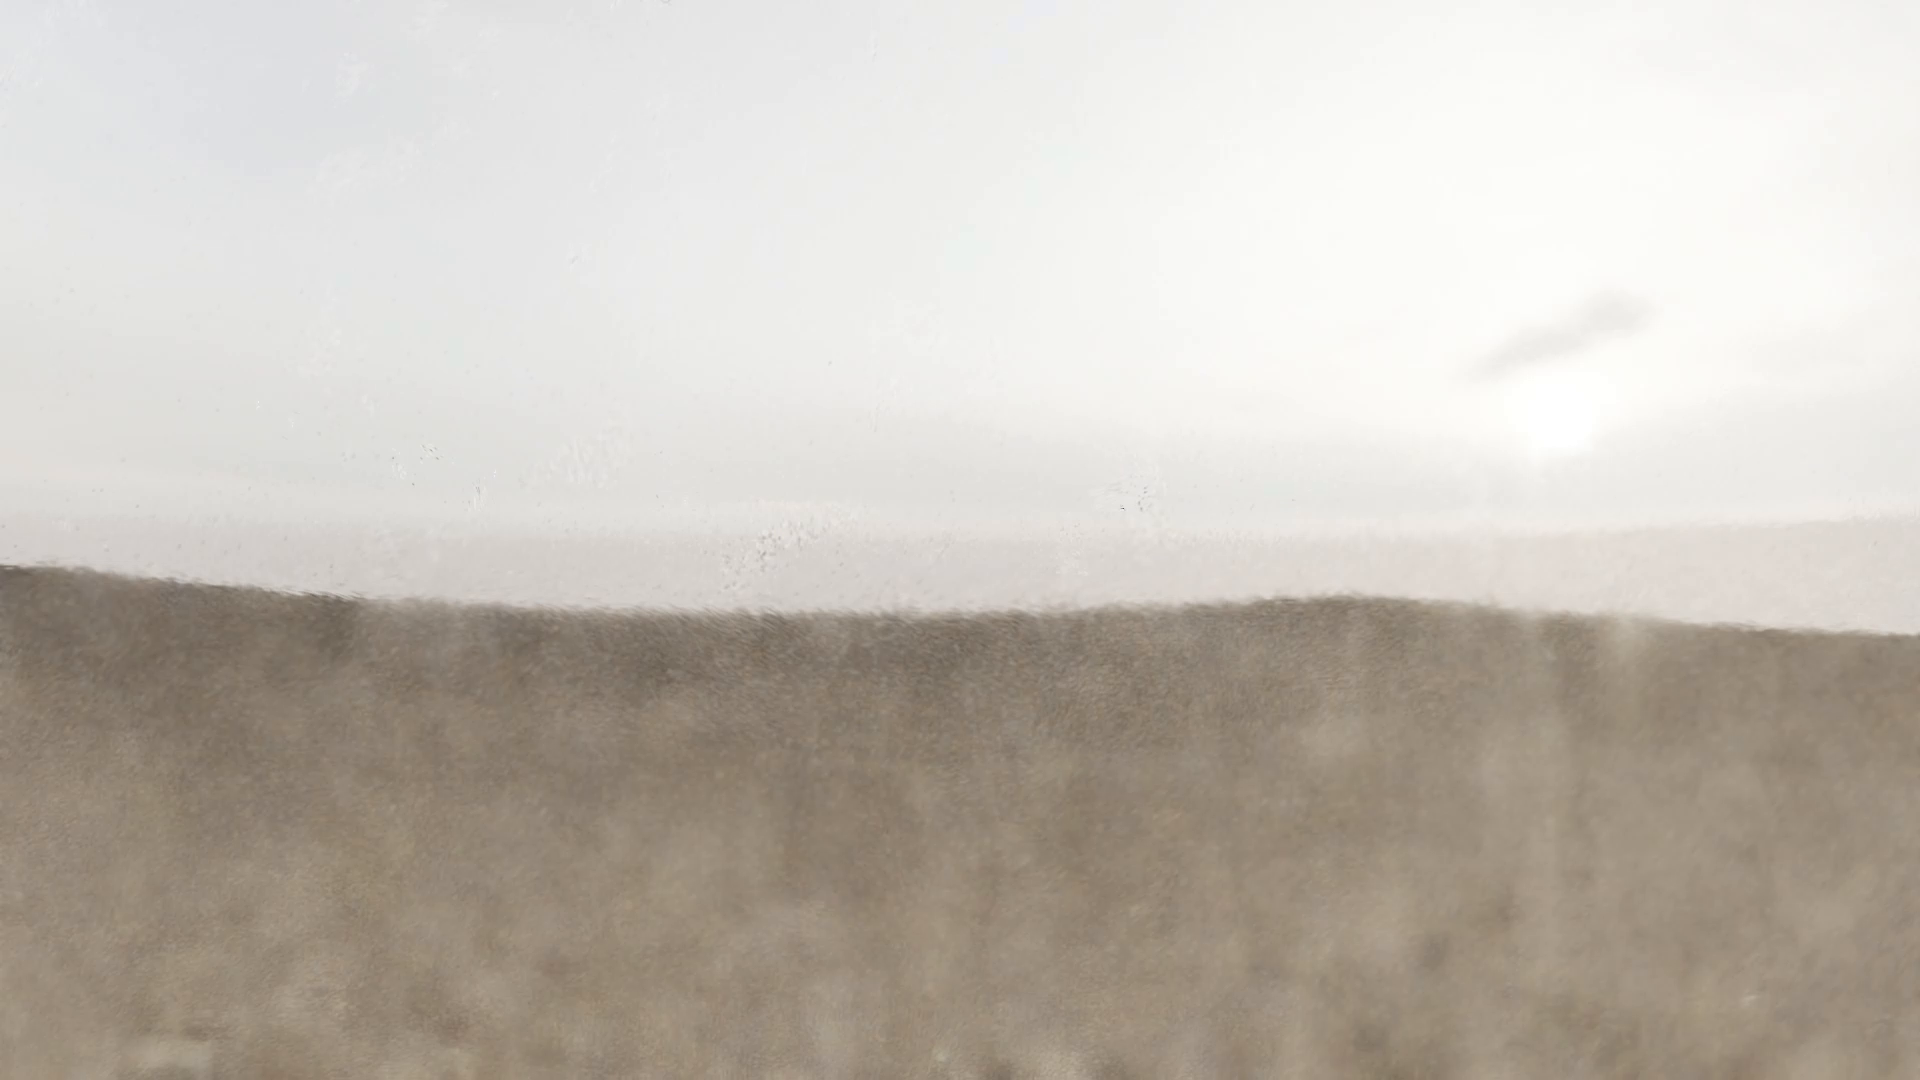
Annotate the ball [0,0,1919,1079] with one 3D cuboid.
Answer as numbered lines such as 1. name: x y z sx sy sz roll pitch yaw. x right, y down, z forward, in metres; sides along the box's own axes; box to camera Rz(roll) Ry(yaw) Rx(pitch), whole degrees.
1. ball: 0.000 -0.002 0.056 0.080 0.080 0.080 0 4 0
